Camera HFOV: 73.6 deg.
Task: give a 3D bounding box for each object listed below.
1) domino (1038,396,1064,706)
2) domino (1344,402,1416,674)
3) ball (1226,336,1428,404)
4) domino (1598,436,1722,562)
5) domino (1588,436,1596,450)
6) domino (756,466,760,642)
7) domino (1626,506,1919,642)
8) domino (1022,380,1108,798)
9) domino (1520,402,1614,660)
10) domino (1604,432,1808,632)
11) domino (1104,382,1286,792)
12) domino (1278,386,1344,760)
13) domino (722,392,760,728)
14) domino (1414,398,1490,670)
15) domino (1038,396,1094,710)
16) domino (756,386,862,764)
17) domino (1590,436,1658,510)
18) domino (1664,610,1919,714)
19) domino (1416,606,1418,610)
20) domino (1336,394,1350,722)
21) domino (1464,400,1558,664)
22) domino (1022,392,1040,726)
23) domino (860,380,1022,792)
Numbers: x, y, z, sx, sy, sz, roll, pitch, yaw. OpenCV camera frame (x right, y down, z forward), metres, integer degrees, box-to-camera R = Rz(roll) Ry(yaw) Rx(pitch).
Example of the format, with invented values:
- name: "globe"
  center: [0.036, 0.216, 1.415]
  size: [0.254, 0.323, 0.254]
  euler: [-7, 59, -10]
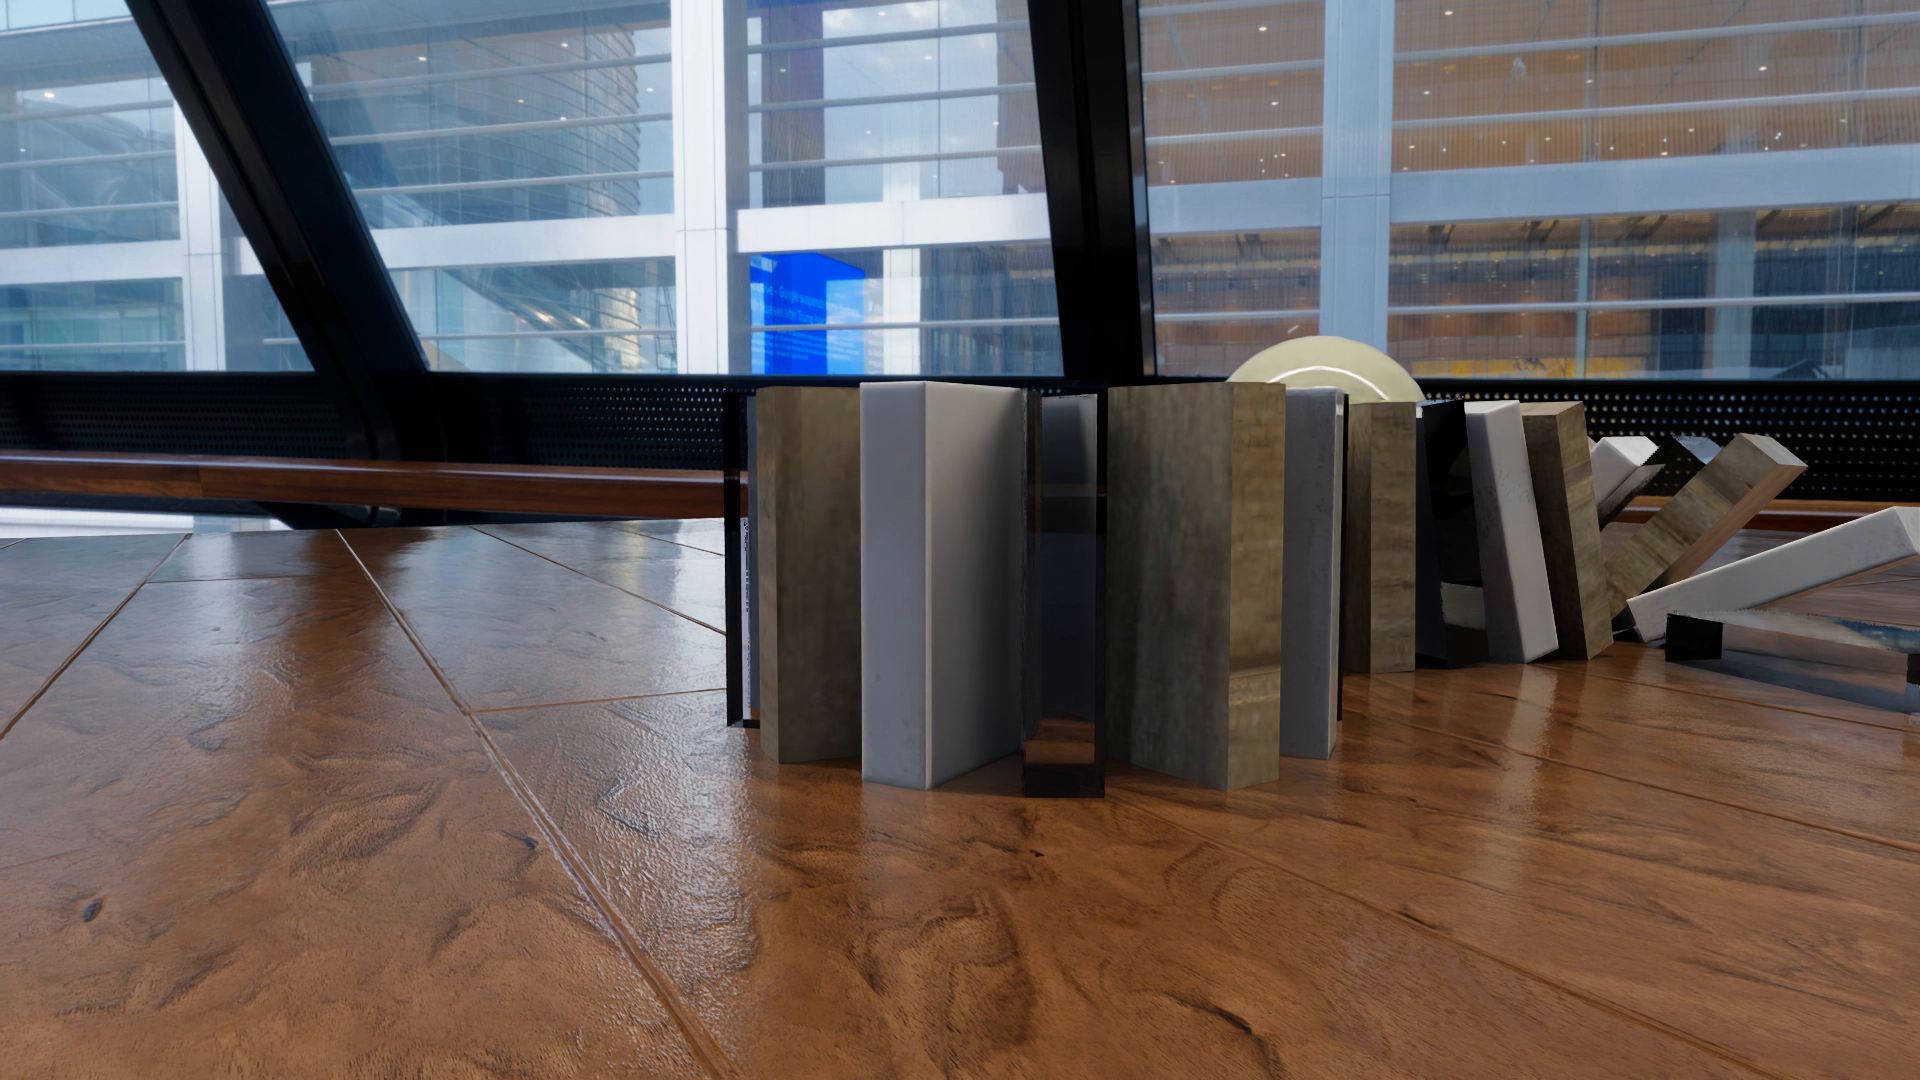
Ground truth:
- name: "domino"
  center: [0.007, 0.001, 0.217]
  size: [0.009, 0.050, 0.025]
  euler: [-2, 5, -27]
- name: "domino"
  center: [0.076, -0.001, 0.249]
  size: [0.009, 0.050, 0.025]
  euler: [-3, 5, -16]
- name: "ball"
  center: [0.125, -0.031, 0.449]
  size: [0.080, 0.080, 0.080]
  euler: [0, 4, 0]
- name: "domino"
  center: [0.149, -0.001, 0.288]
  size: [0.025, 0.050, 0.009]
  euler: [-3, 46, -44]
- name: "domino"
  center: [0.131, -0.003, 0.306]
  size: [0.025, 0.050, 0.009]
  euler: [-5, 47, -43]
- name: "domino"
  center: [-0.020, 0.002, 0.212]
  size: [0.025, 0.050, 0.010]
  euler: [1, 4, 11]
- name: "domino"
  center: [0.167, 0.007, 0.261]
  size: [0.025, 0.009, 0.050]
  euler: [-1, -22, -44]
- name: "domino"
  center: [0.013, 0.005, 0.165]
  size: [0.009, 0.050, 0.025]
  euler: [0, 4, 2]
- name: "domino"
  center: [0.114, -0.002, 0.259]
  size: [0.009, 0.050, 0.025]
  euler: [-22, 16, -31]
- name: "domino"
  center: [0.157, -0.001, 0.278]
  size: [0.025, 0.050, 0.009]
  euler: [-2, 45, -45]
- name: "domino"
  center: [0.029, 0.005, 0.168]
  size: [0.009, 0.050, 0.025]
  euler: [-3, 5, -36]
- name: "domino"
  center: [0.040, 0.004, 0.180]
  size: [0.025, 0.050, 0.009]
  euler: [2, 5, 23]
- name: "domino"
  center: [-0.022, 0.003, 0.193]
  size: [0.025, 0.050, 0.009]
  euler: [1, 4, 15]
- name: "domino"
  center: [0.089, -0.002, 0.252]
  size: [0.009, 0.050, 0.025]
  euler: [-11, 7, -17]
- name: "domino"
  center: [0.020, 0.001, 0.216]
  size: [0.009, 0.050, 0.025]
  euler: [-2, 5, -26]
- name: "domino"
  center: [-0.015, 0.004, 0.178]
  size: [0.025, 0.050, 0.009]
  euler: [-2, 5, -23]
- name: "domino"
  center: [0.140, -0.002, 0.297]
  size: [0.025, 0.050, 0.009]
  euler: [-5, 47, -43]
- name: "domino"
  center: [0.156, 0.021, 0.230]
  size: [0.025, 0.009, 0.050]
  euler: [-1, 4, -13]
- name: "domino"
  center: [0.122, -0.003, 0.315]
  size: [0.025, 0.050, 0.009]
  euler: [-5, 47, -43]
- name: "domino"
  center: [0.045, 0.003, 0.196]
  size: [0.025, 0.050, 0.009]
  euler: [-2, 5, -20]
- name: "domino"
  center: [0.102, -0.002, 0.257]
  size: [0.009, 0.050, 0.025]
  euler: [-18, 11, -23]
- name: "domino"
  center: [-0.001, 0.003, 0.198]
  size: [0.025, 0.050, 0.010]
  euler: [1, 4, 9]
- name: "domino"
  center: [-0.002, 0.005, 0.168]
  size: [0.009, 0.050, 0.025]
  euler: [3, 5, 31]
